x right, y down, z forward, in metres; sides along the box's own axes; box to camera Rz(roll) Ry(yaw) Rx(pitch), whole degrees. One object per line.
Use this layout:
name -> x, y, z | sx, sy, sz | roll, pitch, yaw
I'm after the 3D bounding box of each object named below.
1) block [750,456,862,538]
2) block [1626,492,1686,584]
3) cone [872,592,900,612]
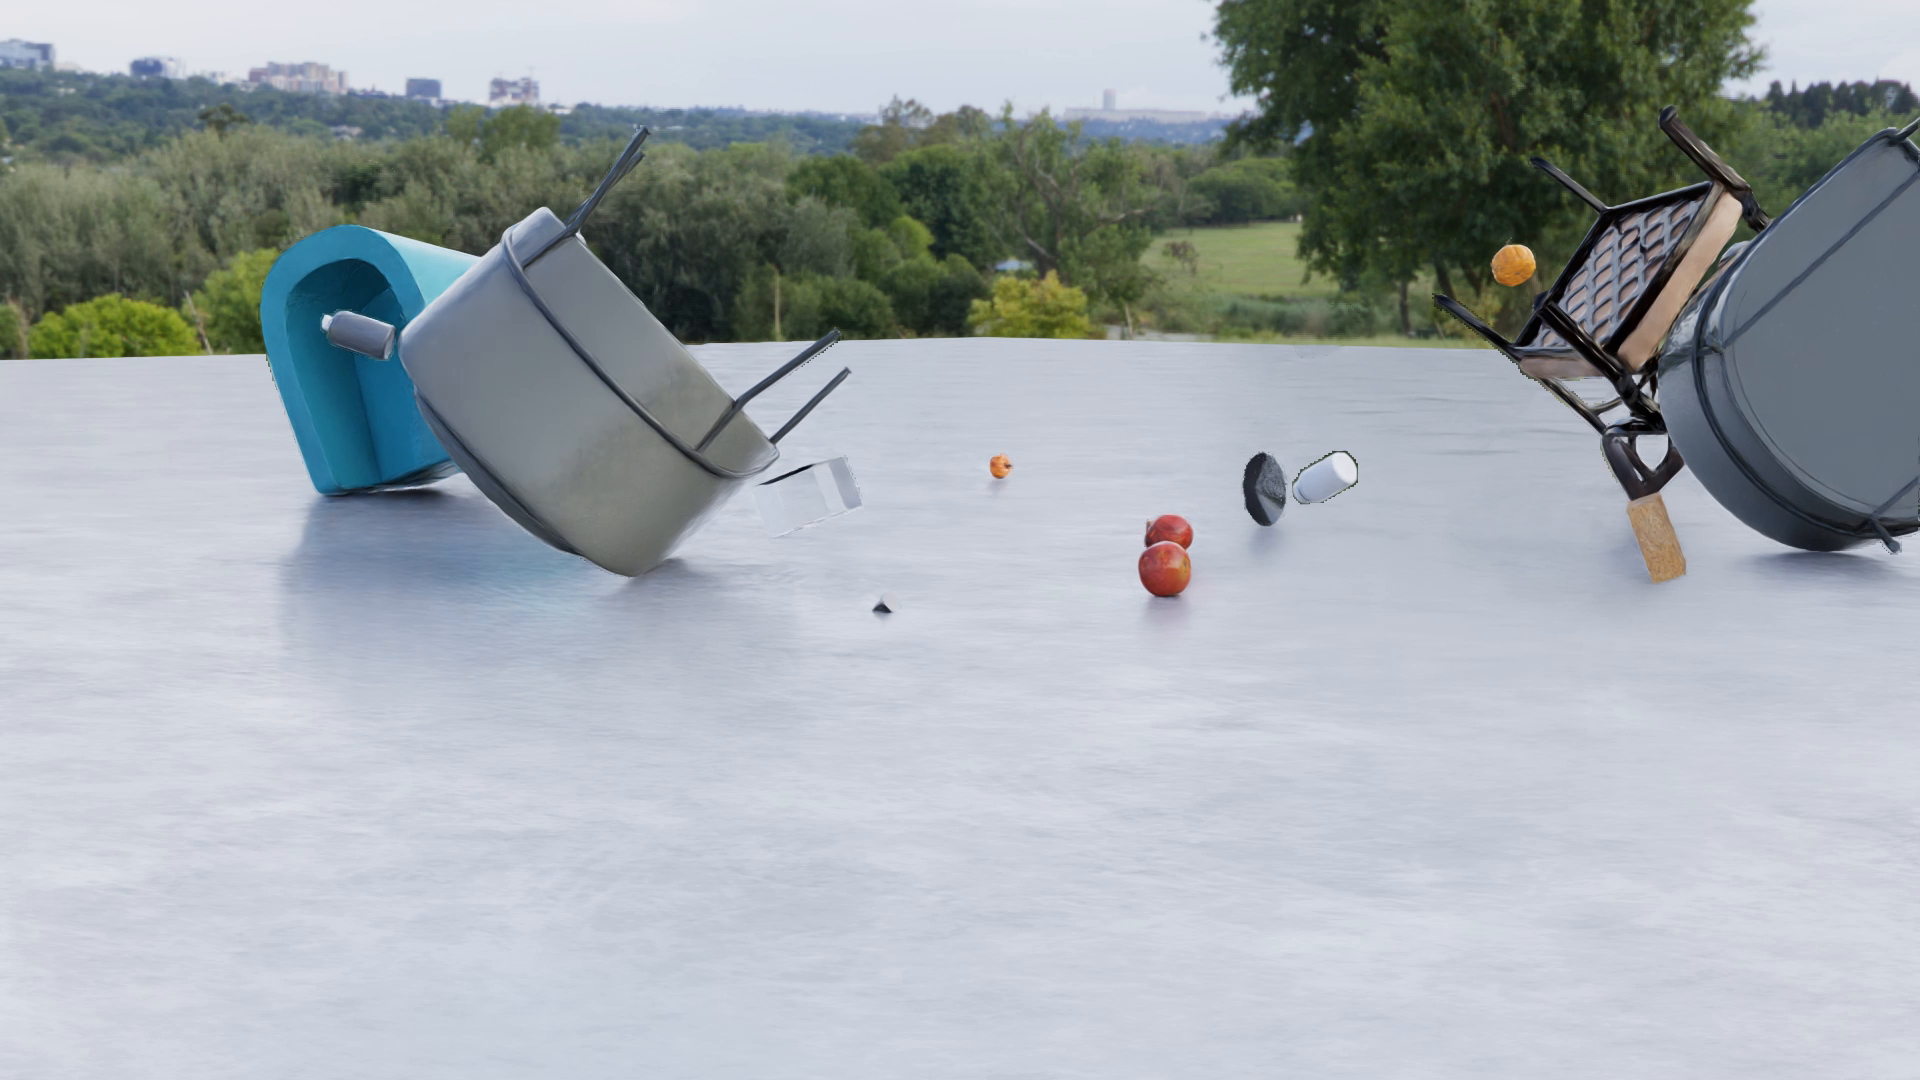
block -> -0.389, -0.110, 6.550 | 0.174, 0.136, 0.262 | -21, 0, 17
block -> 1.503, -0.006, 5.533 | 0.069, 0.170, 0.119 | -20, 3, 19
cone -> -0.155, 0.130, 5.060 | 0.049, 0.039, 0.061 | -23, -20, 28
